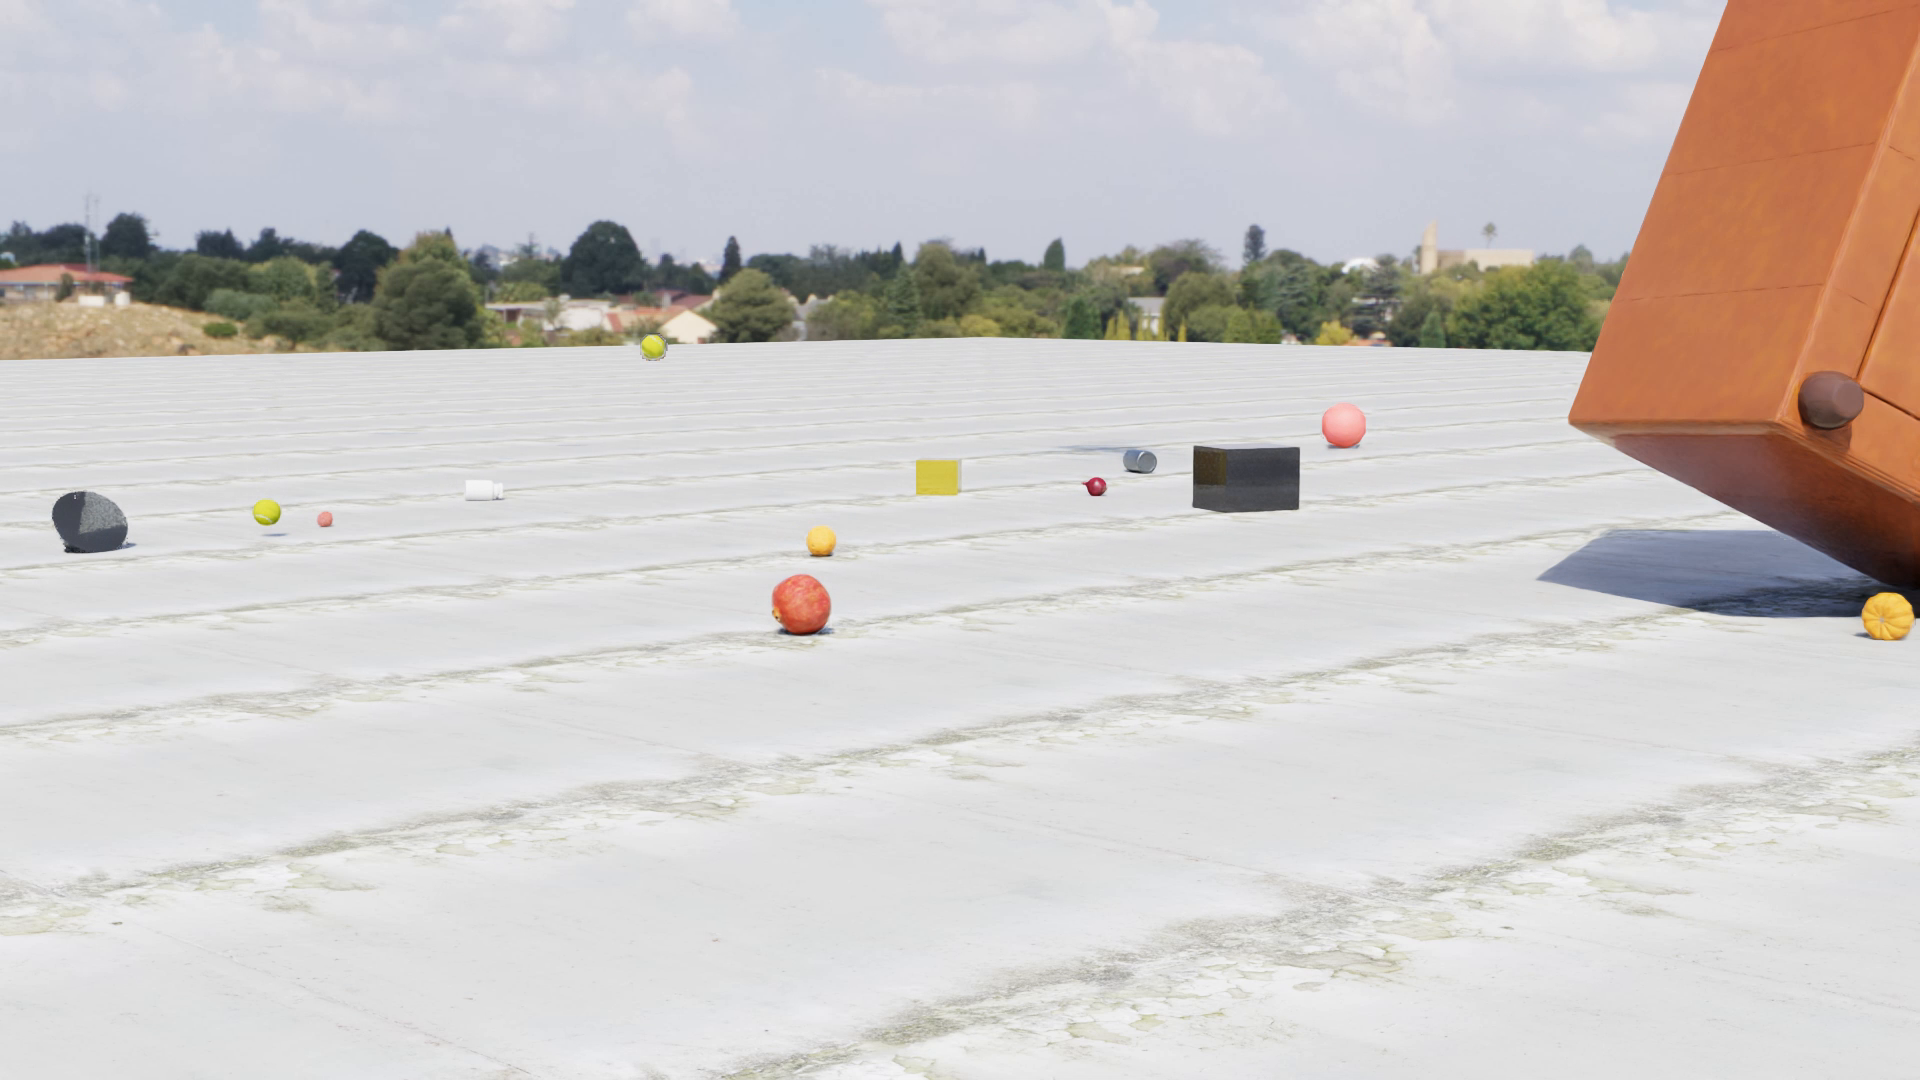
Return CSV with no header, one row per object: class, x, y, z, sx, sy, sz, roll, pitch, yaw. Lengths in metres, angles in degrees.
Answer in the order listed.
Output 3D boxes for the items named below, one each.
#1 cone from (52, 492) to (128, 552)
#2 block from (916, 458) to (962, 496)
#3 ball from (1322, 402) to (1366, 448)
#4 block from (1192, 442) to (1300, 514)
cone,-2.127,-0.012,6.185,0.120,0.172,0.211,-38,-5,29
block,-0.064,-0.193,7.774,0.126,0.105,0.108,1,6,7
ball,1.473,-0.440,9.841,0.173,0.173,0.173,0,6,0
block,0.810,-0.177,7.260,0.237,0.178,0.190,-3,6,-24
